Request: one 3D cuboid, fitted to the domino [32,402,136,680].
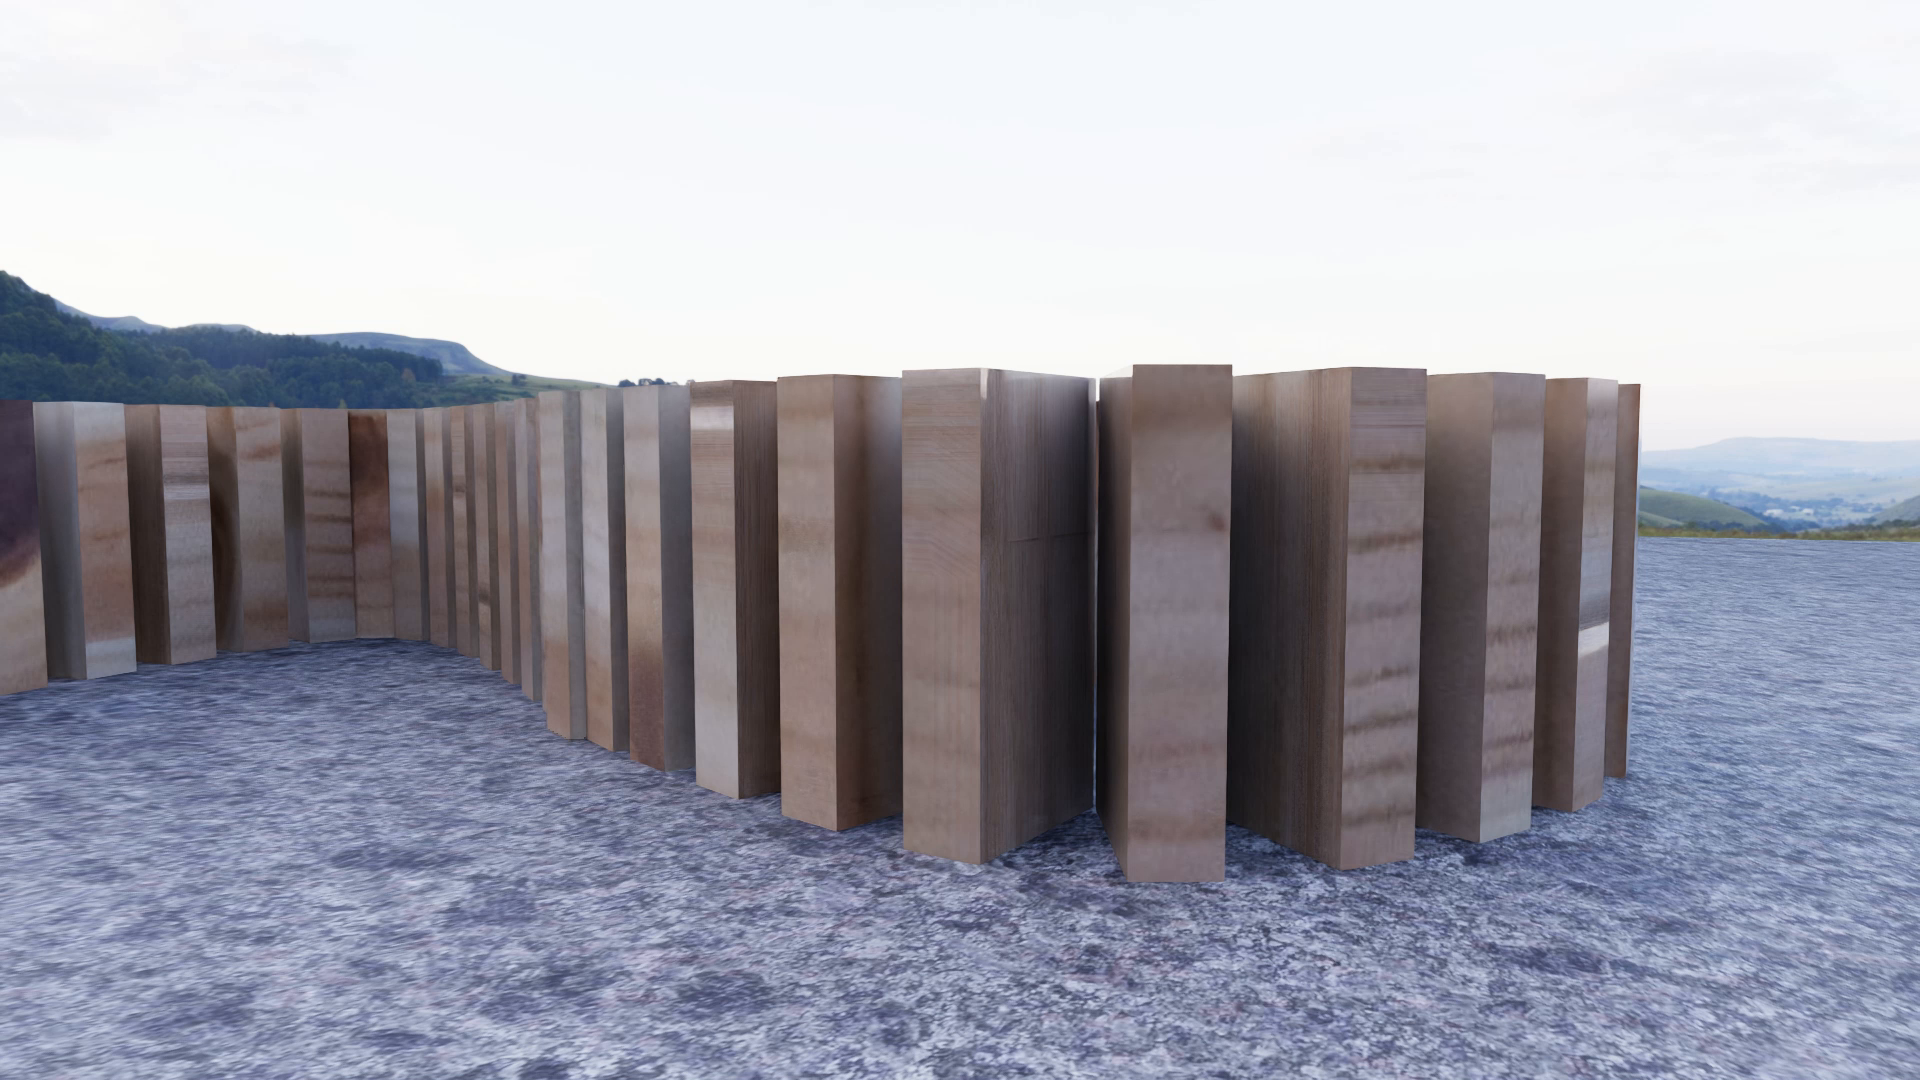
[{"bbox_3d":[-0.168,0.000,0.238,0.025,0.050,0.009,2,5,20],"label":"domino"}]

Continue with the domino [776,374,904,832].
[{"bbox_3d":[-0.009,0.006,0.151,0.009,0.050,0.025,4,6,43],"label":"domino"}]

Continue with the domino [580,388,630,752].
[{"bbox_3d":[-0.041,0.004,0.187,0.025,0.050,0.009,-3,5,-37],"label":"domino"}]

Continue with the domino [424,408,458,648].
[{"bbox_3d":[-0.101,-0.003,0.277,0.025,0.050,0.010,-4,6,-43],"label":"domino"}]

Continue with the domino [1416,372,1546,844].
[{"bbox_3d":[0.052,0.006,0.148,0.009,0.050,0.025,-3,5,-35],"label":"domino"}]

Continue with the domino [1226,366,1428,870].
[{"bbox_3d":[0.037,0.007,0.139,0.009,0.050,0.025,-2,5,-23],"label":"domino"}]

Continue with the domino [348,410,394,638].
[{"bbox_3d":[-0.130,-0.004,0.292,0.010,0.050,0.025,-1,4,-8],"label":"domino"}]

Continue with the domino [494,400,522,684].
[{"bbox_3d":[-0.071,0.000,0.235,0.025,0.050,0.009,-3,5,-31],"label":"domino"}]

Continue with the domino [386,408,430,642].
[{"bbox_3d":[-0.114,-0.004,0.288,0.010,0.050,0.025,3,5,31],"label":"domino"}]

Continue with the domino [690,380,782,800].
[{"bbox_3d":[-0.021,0.005,0.164,0.025,0.050,0.010,-4,6,-43],"label":"domino"}]

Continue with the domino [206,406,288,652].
[{"bbox_3d":[-0.154,-0.003,0.270,0.025,0.050,0.010,2,5,29],"label":"domino"}]

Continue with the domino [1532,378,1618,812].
[{"bbox_3d":[0.065,0.006,0.159,0.009,0.050,0.025,-4,6,-44],"label":"domino"}]

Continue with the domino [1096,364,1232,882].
[{"bbox_3d":[0.021,0.007,0.135,0.009,0.050,0.025,0,4,-1],"label":"domino"}]

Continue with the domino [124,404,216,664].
[{"bbox_3d":[-0.162,-0.002,0.254,0.025,0.050,0.009,2,5,22],"label":"domino"}]

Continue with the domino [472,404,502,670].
[{"bbox_3d":[-0.080,-0.001,0.250,0.025,0.050,0.010,-3,5,-34],"label":"domino"}]

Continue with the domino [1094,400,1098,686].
[{"bbox_3d":[0.025,0.000,0.238,0.009,0.050,0.025,-1,4,-11],"label":"domino"}]

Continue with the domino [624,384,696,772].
[{"bbox_3d":[-0.032,0.004,0.176,0.025,0.050,0.009,-4,6,-41],"label":"domino"}]

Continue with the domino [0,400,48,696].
[{"bbox_3d":[-0.173,0.001,0.222,0.025,0.050,0.009,1,4,17],"label":"domino"}]

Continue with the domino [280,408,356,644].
[{"bbox_3d":[-0.144,-0.004,0.284,0.025,0.050,0.010,4,6,43],"label":"domino"}]

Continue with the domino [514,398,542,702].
[{"bbox_3d":[-0.062,0.001,0.221,0.025,0.050,0.009,-2,5,-30],"label":"domino"}]

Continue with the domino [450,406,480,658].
[{"bbox_3d":[-0.090,-0.002,0.264,0.025,0.050,0.010,-3,5,-36],"label":"domino"}]

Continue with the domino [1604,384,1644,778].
[{"bbox_3d":[0.076,0.005,0.172,0.025,0.050,0.010,2,5,30],"label":"domino"}]

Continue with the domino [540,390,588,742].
[{"bbox_3d":[-0.049,0.003,0.193,0.025,0.050,0.010,-3,5,-37],"label":"domino"}]

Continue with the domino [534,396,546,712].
[{"bbox_3d":[-0.054,0.002,0.206,0.025,0.050,0.009,-2,5,-29],"label":"domino"}]

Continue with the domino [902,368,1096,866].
[{"bbox_3d":[0.005,0.007,0.141,0.010,0.050,0.025,3,5,33],"label":"domino"}]
